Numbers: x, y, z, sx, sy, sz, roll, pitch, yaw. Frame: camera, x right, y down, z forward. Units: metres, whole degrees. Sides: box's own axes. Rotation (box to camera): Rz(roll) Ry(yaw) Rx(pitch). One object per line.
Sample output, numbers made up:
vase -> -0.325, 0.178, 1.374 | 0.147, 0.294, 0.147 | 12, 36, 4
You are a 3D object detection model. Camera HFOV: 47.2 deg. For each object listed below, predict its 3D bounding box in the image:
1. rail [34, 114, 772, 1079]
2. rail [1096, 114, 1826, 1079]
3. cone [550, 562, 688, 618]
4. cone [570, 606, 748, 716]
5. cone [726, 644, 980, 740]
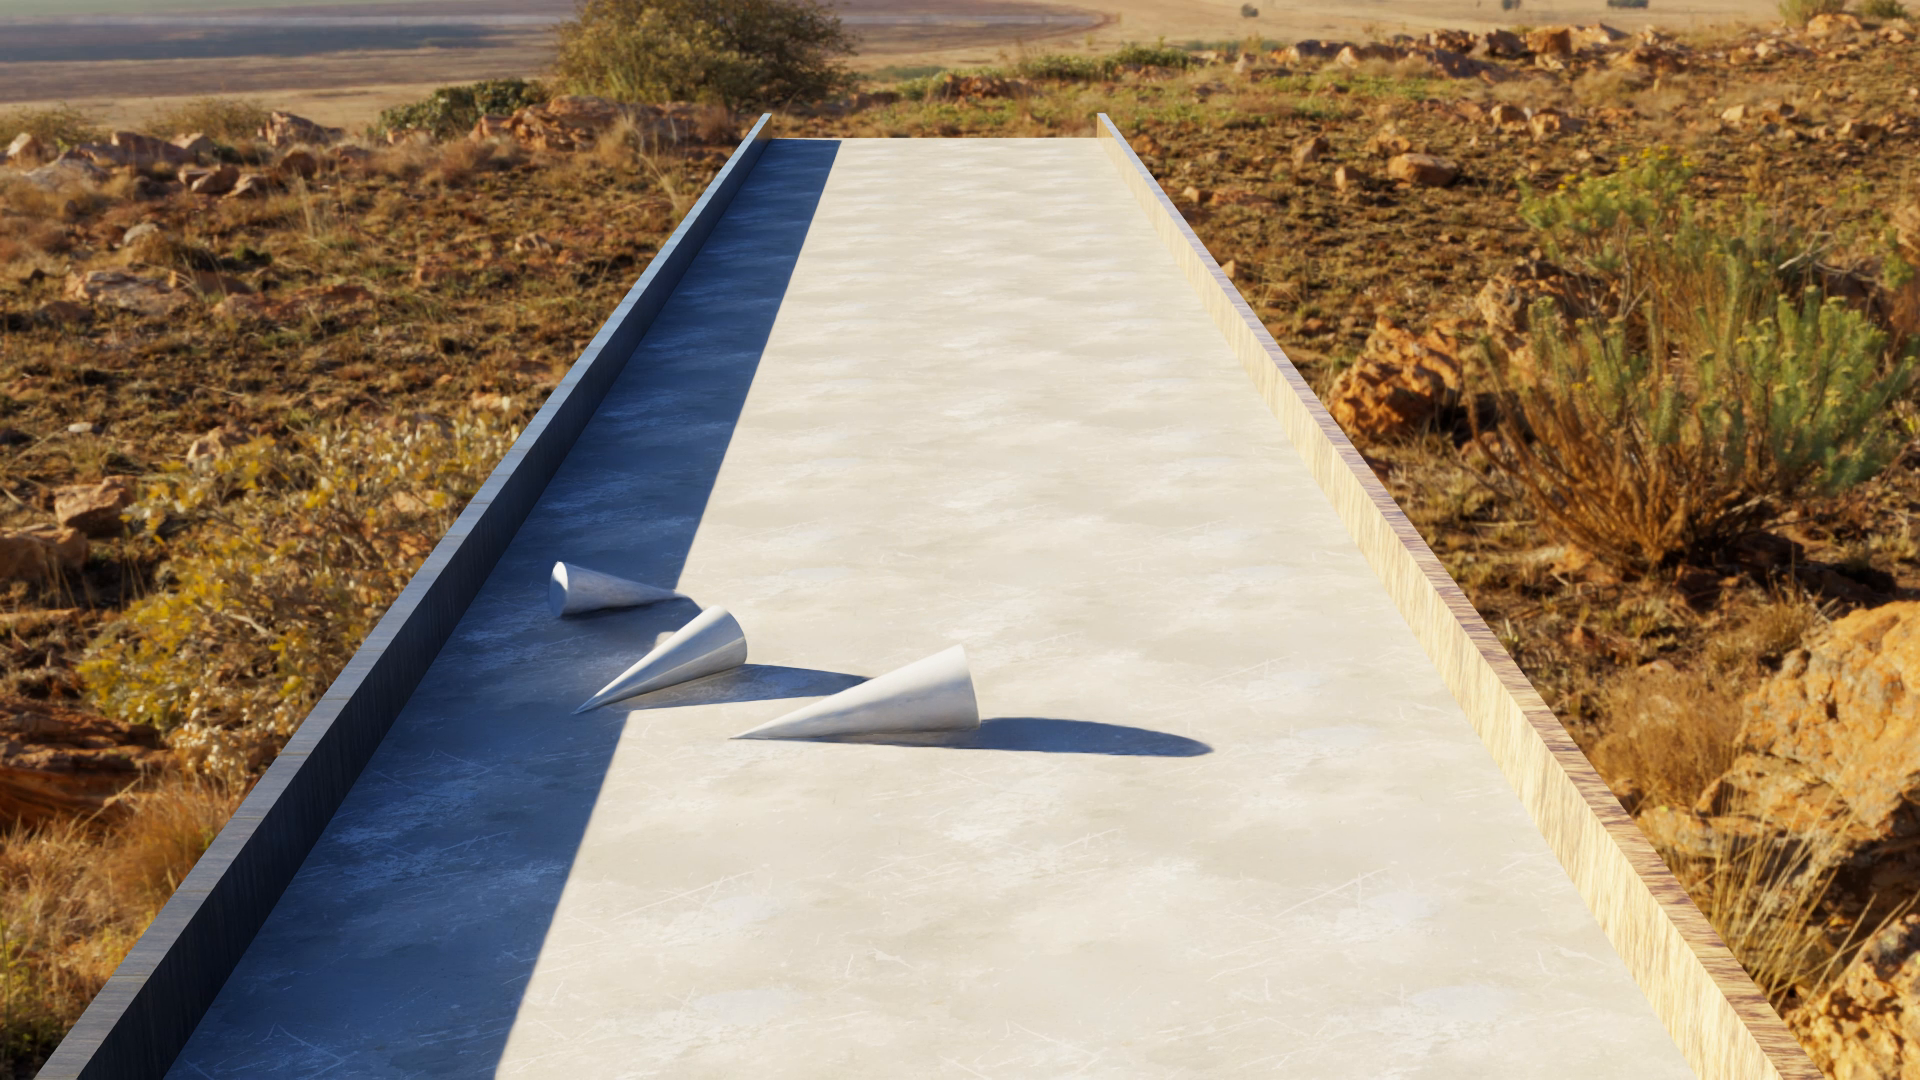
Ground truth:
rail -> -1.118, -0.838, 7.780 | 0.050, 0.150, 12.000 | 0, 17, -1
rail -> 0.932, -0.844, 7.801 | 0.050, 0.150, 12.000 | 0, 17, -1
cone -> -0.720, 0.115, 4.740 | 0.300, 0.117, 0.117 | 4, 13, -28
cone -> -0.599, 0.260, 4.236 | 0.384, 0.133, 0.133 | -27, 30, -38
cone -> -0.205, 0.316, 4.027 | 0.457, 0.159, 0.159 | -12, 18, -6
